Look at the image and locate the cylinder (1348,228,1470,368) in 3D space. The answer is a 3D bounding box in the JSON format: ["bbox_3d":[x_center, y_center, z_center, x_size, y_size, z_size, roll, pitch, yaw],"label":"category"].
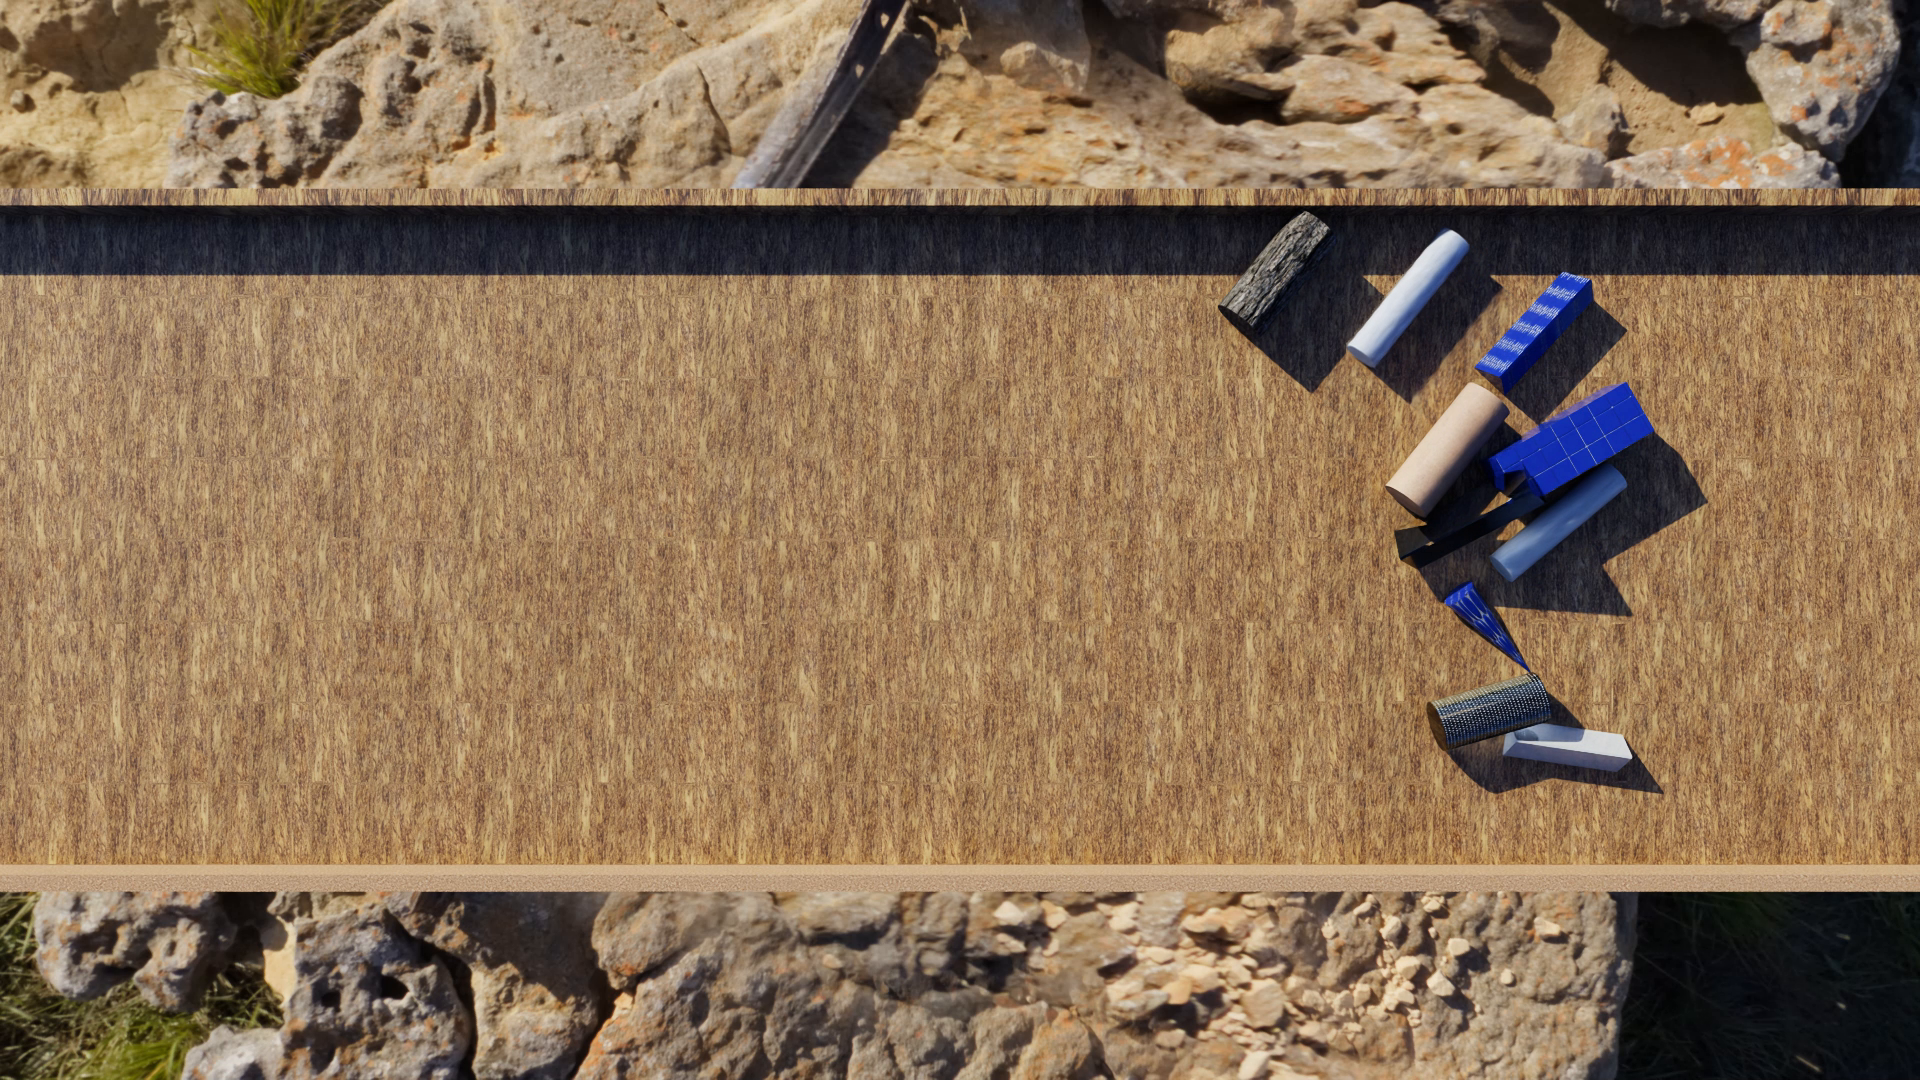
[{"bbox_3d":[1.367,-0.737,5.023,0.106,0.106,0.459,39,90,0],"label":"cylinder"}]

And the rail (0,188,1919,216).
[{"bbox_3d":[-2.247,-1.025,5.002,12.000,0.150,0.050,0,90,0],"label":"rail"}]

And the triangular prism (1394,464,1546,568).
[{"bbox_3d":[1.512,-0.055,4.923,0.431,0.117,0.135,-31,90,27],"label":"triangular prism"}]

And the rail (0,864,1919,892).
[{"bbox_3d":[-2.247,1.025,5.001,12.000,0.150,0.050,0,90,0],"label":"rail"}]

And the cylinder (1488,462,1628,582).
[{"bbox_3d":[1.821,-0.055,5.025,0.449,0.103,0.103,-40,90,0],"label":"cylinder"}]

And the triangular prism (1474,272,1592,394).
[{"bbox_3d":[1.764,-0.635,5.019,0.125,0.108,0.401,43,90,0],"label":"triangular prism"}]

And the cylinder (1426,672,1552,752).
[{"bbox_3d":[1.601,0.520,4.999,0.327,0.156,0.156,-16,90,0],"label":"cylinder"}]

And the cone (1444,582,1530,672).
[{"bbox_3d":[1.642,0.290,5.051,0.103,0.103,0.359,-44,98,0],"label":"cone"}]

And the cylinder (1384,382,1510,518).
[{"bbox_3d":[1.476,-0.273,4.999,0.154,0.154,0.399,39,90,0],"label":"cylinder"}]

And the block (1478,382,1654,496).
[{"bbox_3d":[1.831,-0.284,4.992,0.450,0.169,0.169,-30,90,0],"label":"block"}]

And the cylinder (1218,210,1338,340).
[{"bbox_3d":[0.962,-0.804,4.996,0.161,0.161,0.373,39,90,0],"label":"cylinder"}]

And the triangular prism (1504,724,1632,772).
[{"bbox_3d":[1.853,0.631,5.025,0.353,0.098,0.113,8,90,0],"label":"triangular prism"}]
